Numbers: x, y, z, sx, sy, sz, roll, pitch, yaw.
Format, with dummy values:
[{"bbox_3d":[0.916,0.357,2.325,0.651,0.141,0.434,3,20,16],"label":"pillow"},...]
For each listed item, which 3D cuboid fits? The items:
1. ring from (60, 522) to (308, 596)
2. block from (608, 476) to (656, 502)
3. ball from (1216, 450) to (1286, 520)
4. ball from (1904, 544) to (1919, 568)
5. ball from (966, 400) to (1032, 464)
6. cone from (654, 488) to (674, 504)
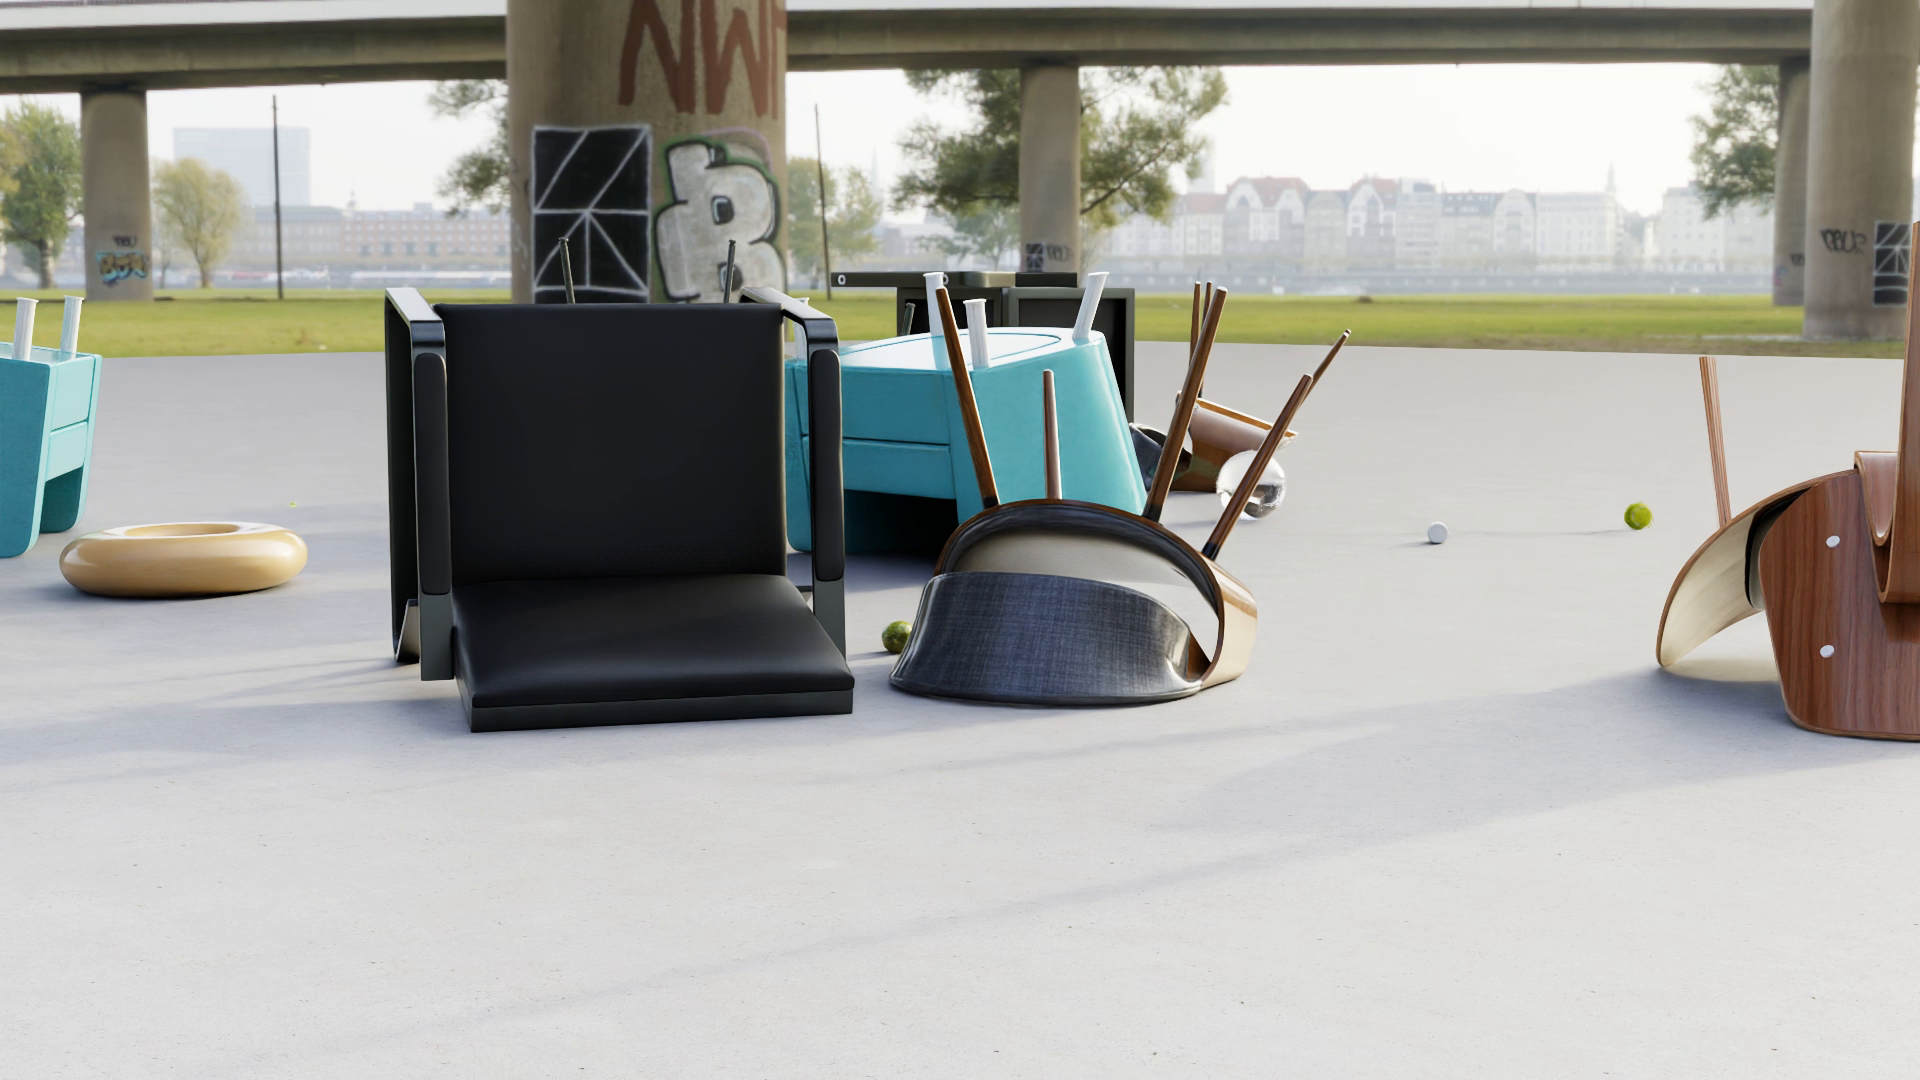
[{"bbox_3d":[-1.643,0.039,5.442,0.506,0.125,0.522,-1,5,-5],"label":"ring"},{"bbox_3d":[-0.962,-0.149,7.520,0.111,0.069,0.094,-3,7,-30],"label":"block"},{"bbox_3d":[0.785,-0.146,6.915,0.188,0.188,0.188,0,6,0],"label":"ball"},{"bbox_3d":[2.162,0.036,5.788,0.057,0.057,0.057,0,6,0],"label":"ball"},{"bbox_3d":[0.139,-0.378,8.958,0.229,0.229,0.229,0,6,0],"label":"ball"},{"bbox_3d":[-0.875,-0.121,7.474,0.062,0.047,0.063,3,-18,-41],"label":"cone"}]
